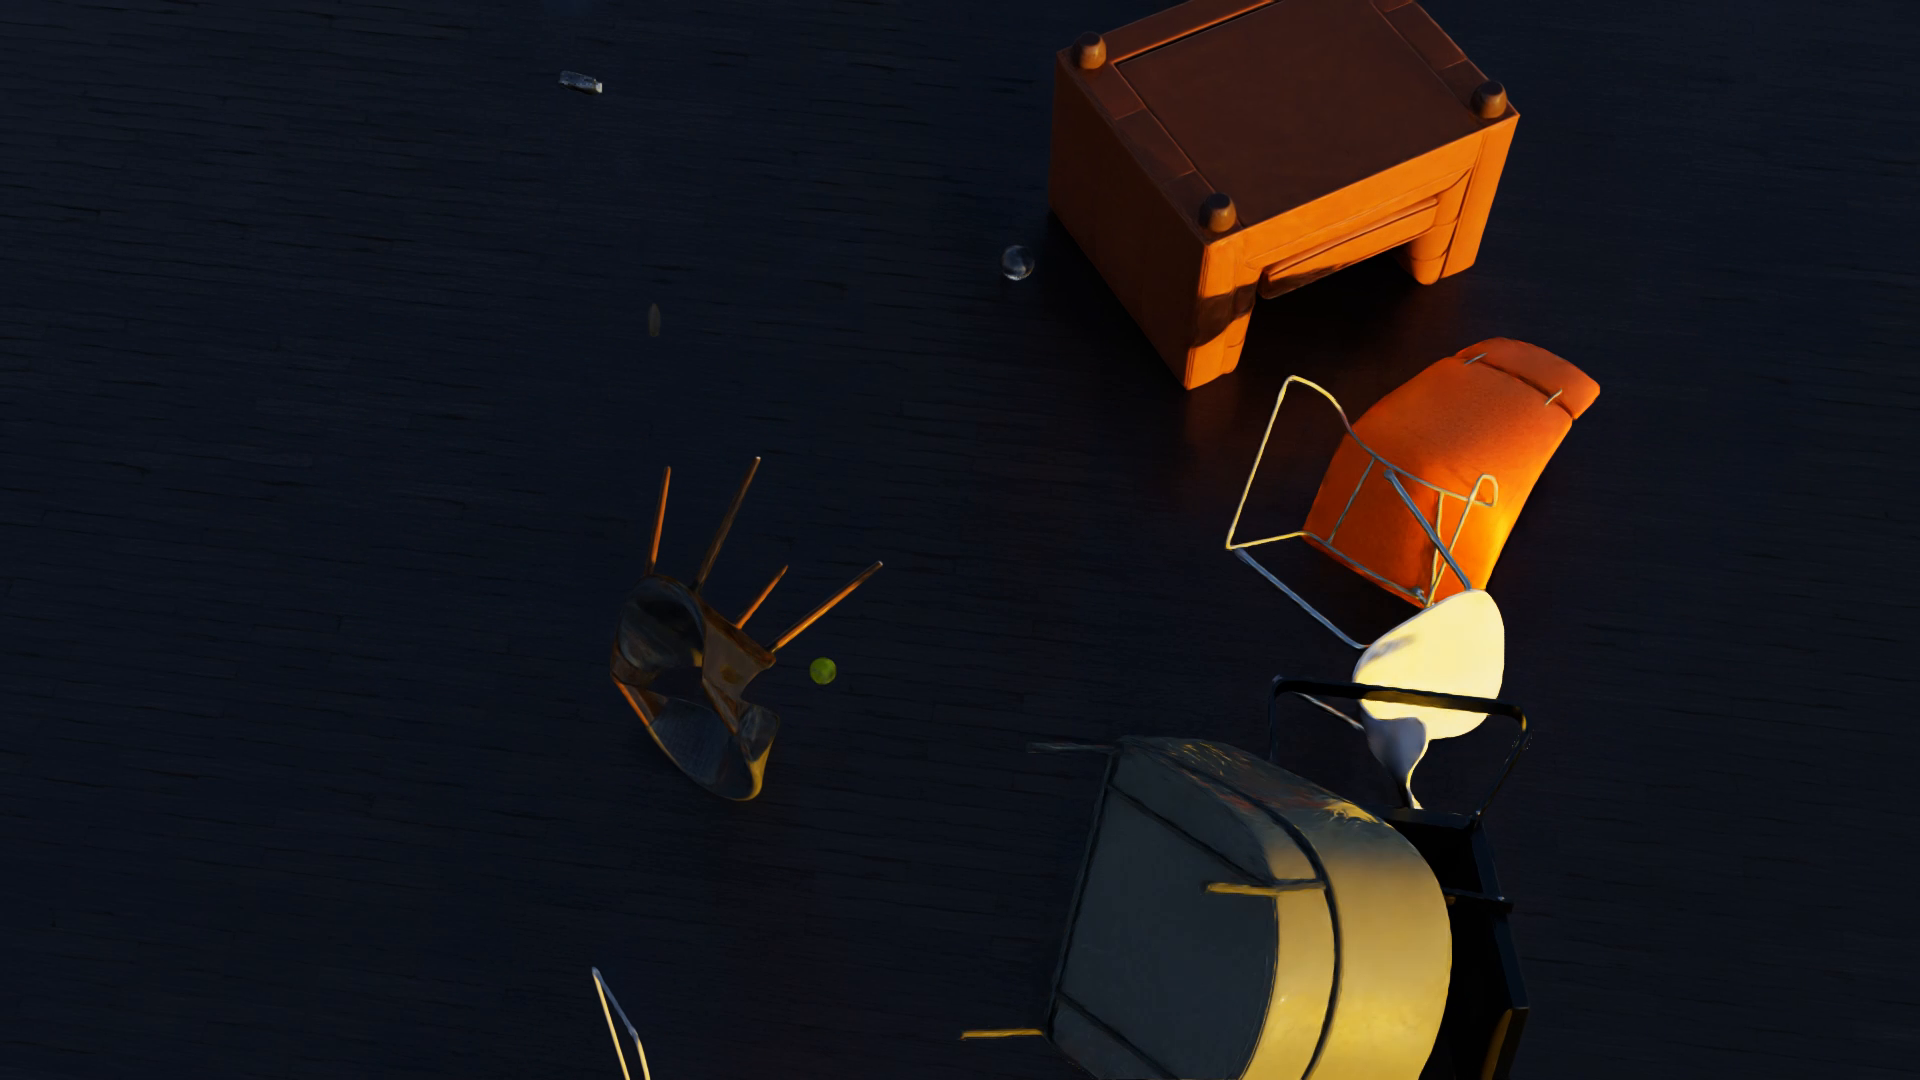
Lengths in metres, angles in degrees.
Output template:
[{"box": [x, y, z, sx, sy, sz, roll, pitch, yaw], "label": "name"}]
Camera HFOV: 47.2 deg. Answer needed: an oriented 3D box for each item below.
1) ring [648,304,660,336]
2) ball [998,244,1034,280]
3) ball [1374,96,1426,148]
[{"box": [-0.905, -0.651, 6.498, 0.025, 0.091, 0.102, -1, 50, 0], "label": "ring"}, {"box": [0.183, -0.897, 7.107, 0.115, 0.115, 0.115, 0, 56, 0], "label": "ball"}, {"box": [1.485, -1.408, 7.416, 0.172, 0.172, 0.172, 0, 56, 0], "label": "ball"}]
